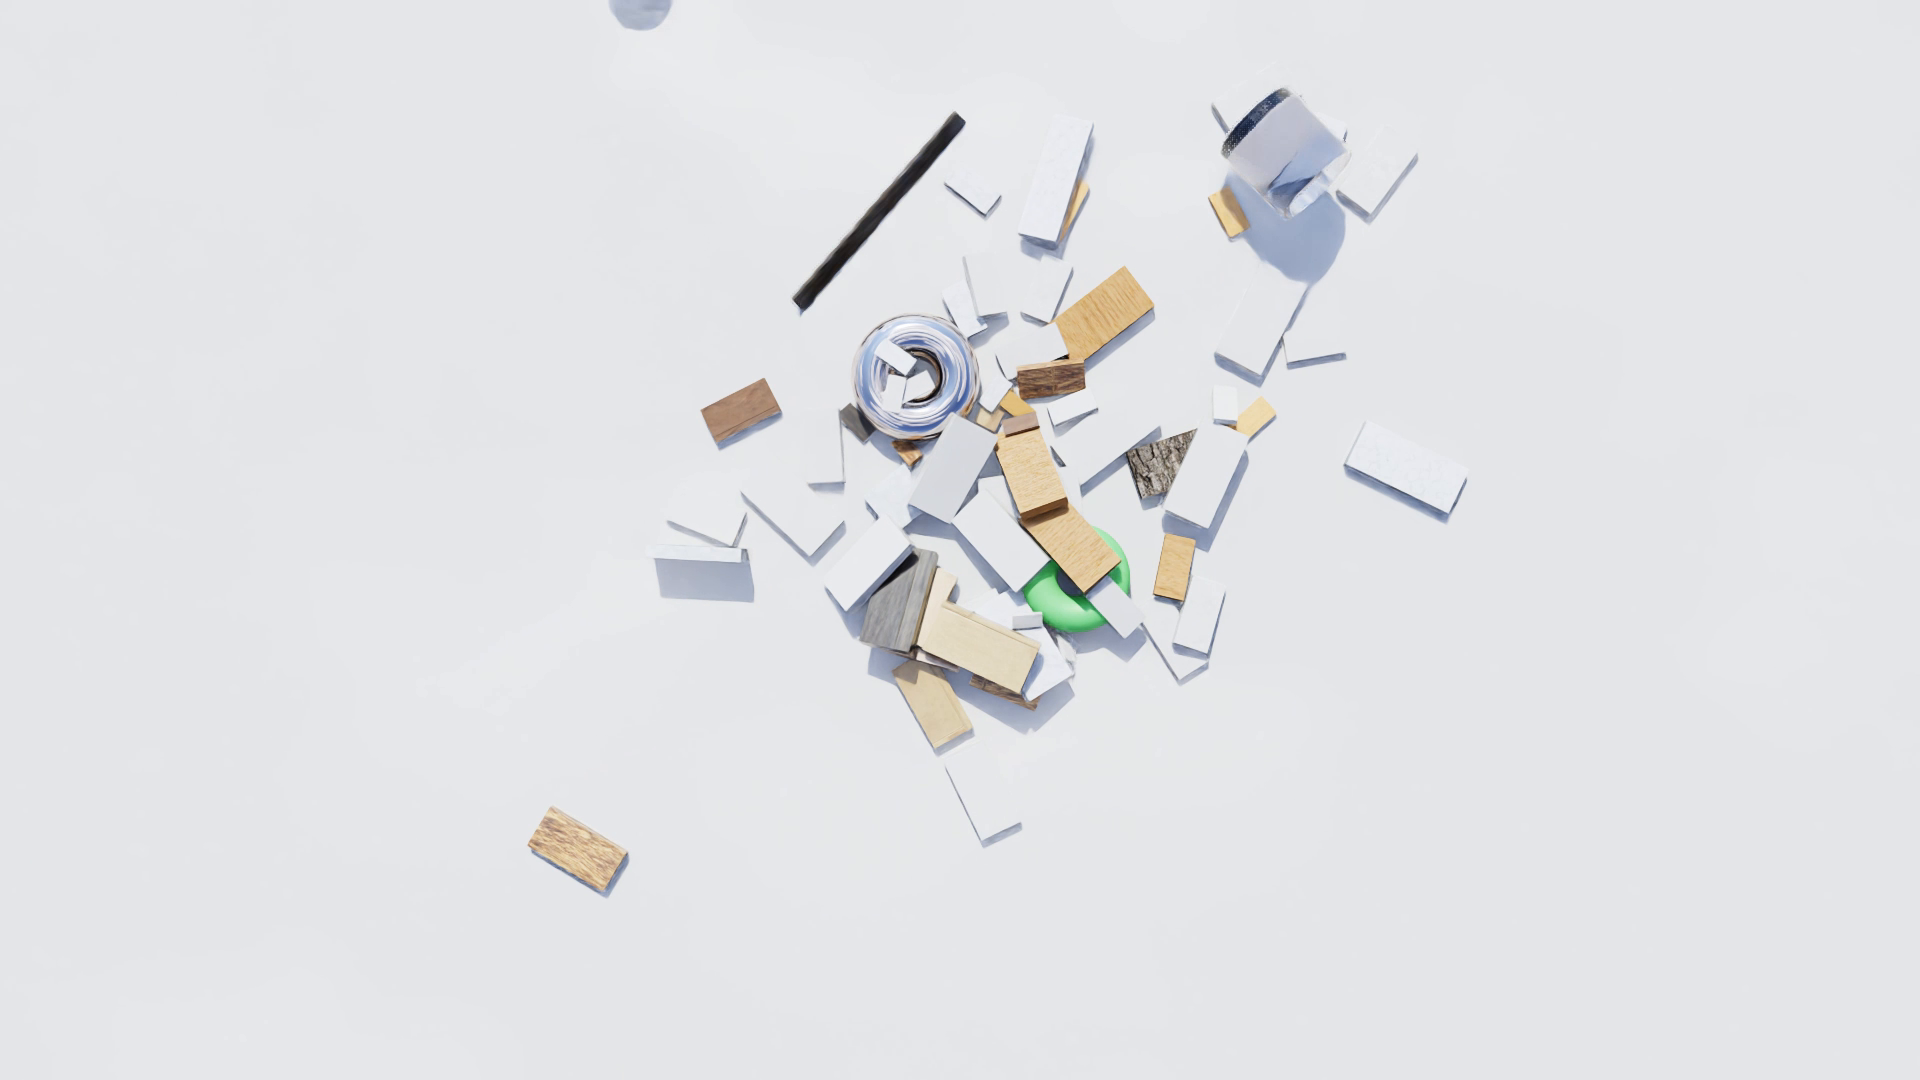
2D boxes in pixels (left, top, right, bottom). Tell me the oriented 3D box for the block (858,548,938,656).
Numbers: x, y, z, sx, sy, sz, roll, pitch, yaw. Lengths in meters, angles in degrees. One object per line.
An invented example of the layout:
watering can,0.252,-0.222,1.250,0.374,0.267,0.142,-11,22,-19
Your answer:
block,-0.200,0.191,5.412,0.173,0.049,0.346,11,75,14

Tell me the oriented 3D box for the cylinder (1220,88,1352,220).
cylinder,1.052,-1.247,5.329,0.296,0.296,0.296,-41,80,0

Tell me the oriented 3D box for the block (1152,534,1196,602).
block,0.710,0.091,5.467,0.101,0.029,0.208,13,80,0

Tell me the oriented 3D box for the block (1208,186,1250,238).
block,0.896,-1.091,5.489,0.077,0.022,0.155,-27,90,0

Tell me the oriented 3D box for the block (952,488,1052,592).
block,0.136,0.000,5.397,0.155,0.044,0.324,-45,77,13

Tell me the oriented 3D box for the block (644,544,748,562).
block,-0.865,0.043,5.422,0.311,0.155,0.044,3,90,0

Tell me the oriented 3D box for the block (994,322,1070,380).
block,0.237,-0.625,5.456,0.222,0.031,0.111,-23,93,13

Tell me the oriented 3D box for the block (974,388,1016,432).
block,0.116,-0.447,5.489,0.078,0.022,0.156,27,90,0

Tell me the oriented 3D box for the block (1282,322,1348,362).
block,1.178,-0.658,5.486,0.202,0.029,0.101,-10,90,0

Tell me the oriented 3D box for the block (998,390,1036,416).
block,0.193,-0.439,5.472,0.117,0.017,0.059,37,101,-15

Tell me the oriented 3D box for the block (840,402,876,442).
block,-0.344,-0.392,5.491,0.063,0.018,0.125,-44,90,0

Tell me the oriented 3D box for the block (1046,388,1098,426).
block,0.373,-0.441,5.465,0.156,0.022,0.078,-22,71,9

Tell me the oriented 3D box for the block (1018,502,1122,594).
block,0.357,0.002,5.358,0.161,0.046,0.321,-41,78,-2

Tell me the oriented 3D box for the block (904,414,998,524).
block,-0.027,-0.234,5.410,0.163,0.046,0.327,27,99,-20

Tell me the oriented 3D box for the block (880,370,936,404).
block,-0.170,-0.484,5.349,0.169,0.018,0.063,-26,89,-2

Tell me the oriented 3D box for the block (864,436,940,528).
block,-0.142,-0.184,5.477,0.327,0.046,0.163,-39,90,0

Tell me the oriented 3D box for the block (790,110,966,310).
block,-0.269,-1.092,5.473,0.826,0.059,0.017,-49,48,0

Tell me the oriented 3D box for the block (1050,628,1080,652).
block,0.347,0.337,5.493,0.099,0.014,0.050,38,90,0

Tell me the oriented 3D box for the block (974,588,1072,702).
block,0.204,0.339,5.421,0.173,0.049,0.346,-31,86,-15

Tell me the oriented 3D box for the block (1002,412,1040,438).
block,0.200,-0.382,5.452,0.117,0.017,0.059,-16,59,3

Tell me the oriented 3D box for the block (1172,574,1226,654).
block,0.791,0.245,5.460,0.117,0.033,0.235,18,82,-7

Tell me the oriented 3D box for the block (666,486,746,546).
block,-0.845,-0.082,5.483,0.240,0.034,0.120,22,90,0

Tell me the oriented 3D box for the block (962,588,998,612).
block,0.117,0.306,5.455,0.131,0.037,0.262,-26,85,-14

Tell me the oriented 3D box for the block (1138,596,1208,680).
block,0.703,0.316,5.483,0.117,0.033,0.275,-33,90,0

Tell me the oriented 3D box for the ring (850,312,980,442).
ring,-0.147,-0.538,5.430,0.428,0.143,0.428,0,89,-1

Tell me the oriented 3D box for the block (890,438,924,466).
block,-0.175,-0.299,5.462,0.058,0.017,0.117,-39,58,0

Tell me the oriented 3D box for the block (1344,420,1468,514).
block,1.482,-0.242,5.477,0.375,0.046,0.161,26,90,0

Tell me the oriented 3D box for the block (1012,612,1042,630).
block,0.220,0.262,5.391,0.099,0.014,0.049,-4,121,-12

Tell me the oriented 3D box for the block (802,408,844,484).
block,-0.455,-0.313,5.473,0.120,0.034,0.240,-3,94,1

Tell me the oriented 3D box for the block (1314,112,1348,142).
block,1.196,-1.296,5.484,0.111,0.031,0.222,21,90,0

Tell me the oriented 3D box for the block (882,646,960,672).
block,-0.113,0.338,5.447,0.262,0.037,0.131,15,77,9

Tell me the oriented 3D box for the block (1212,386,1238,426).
block,0.874,-0.445,5.441,0.077,0.022,0.155,6,49,0

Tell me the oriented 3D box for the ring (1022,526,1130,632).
ring,0.381,0.124,5.440,0.363,0.121,0.363,0,89,-1
